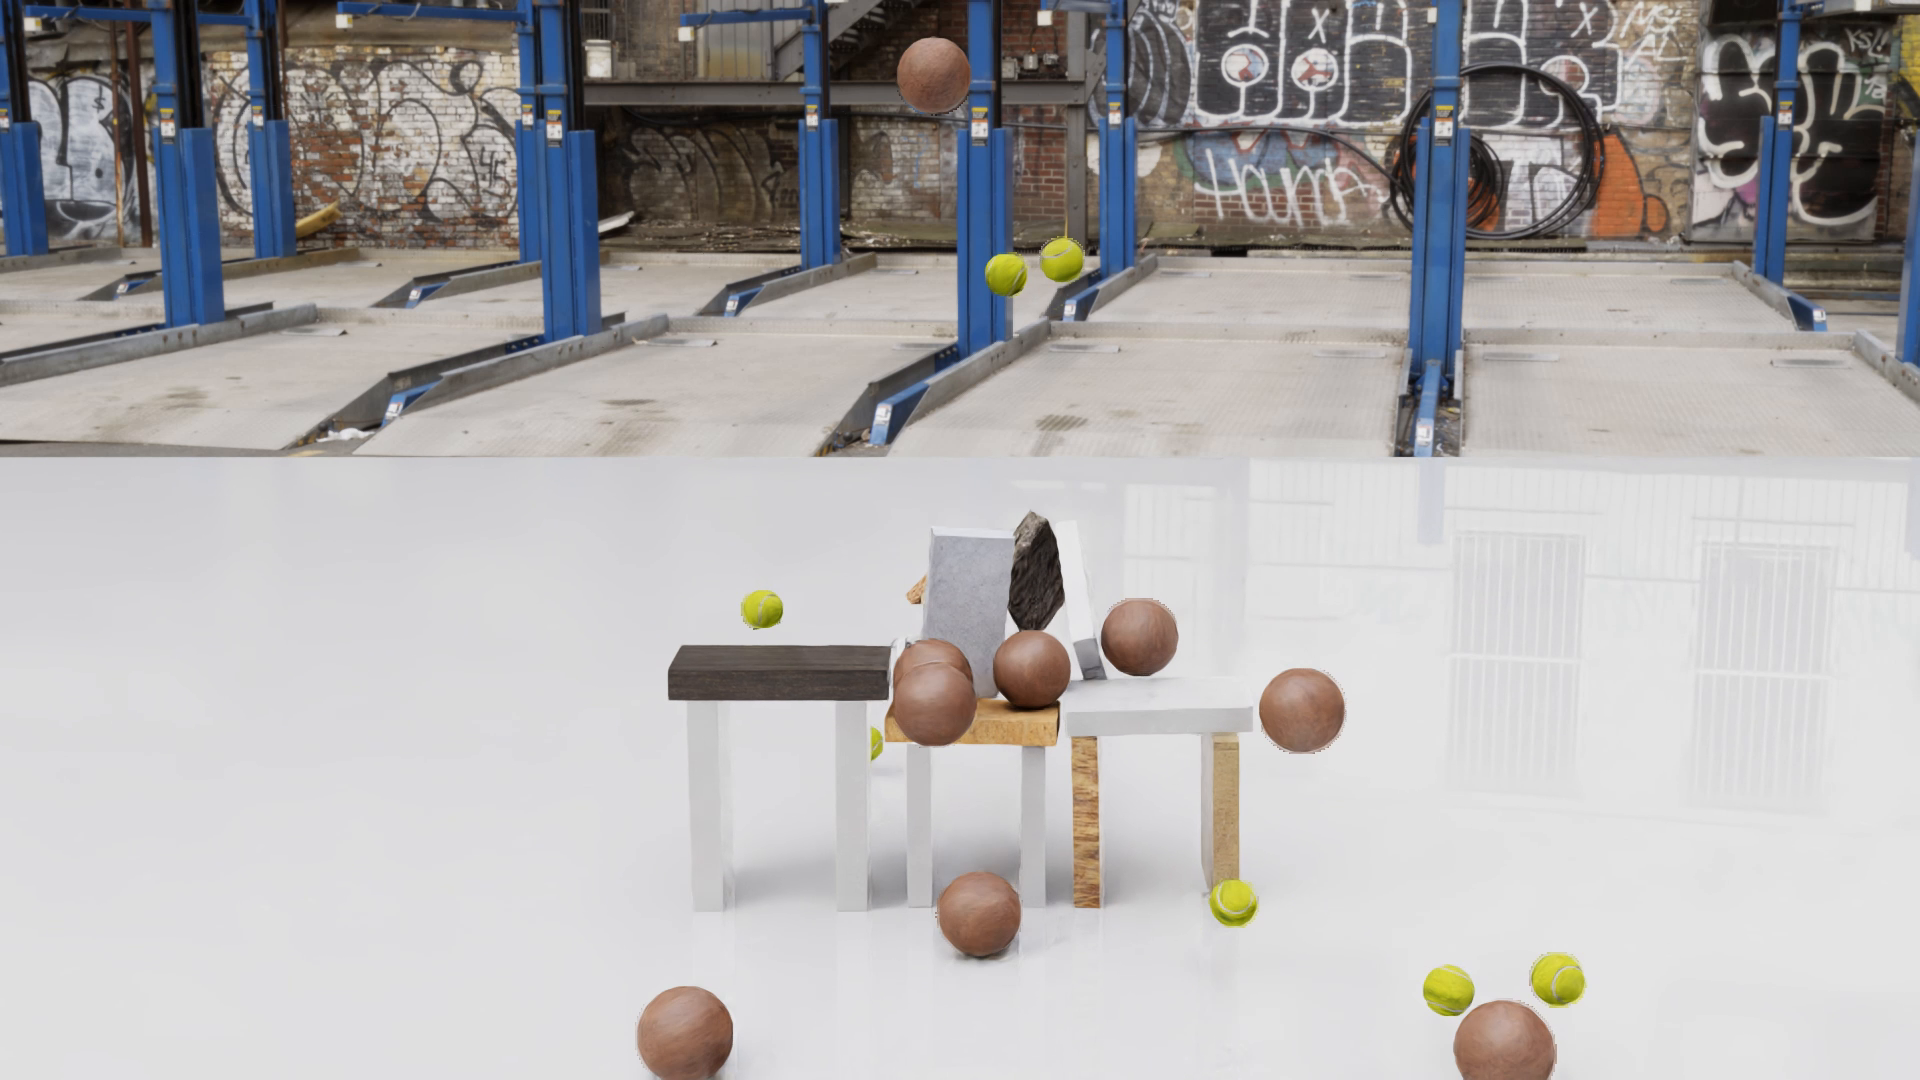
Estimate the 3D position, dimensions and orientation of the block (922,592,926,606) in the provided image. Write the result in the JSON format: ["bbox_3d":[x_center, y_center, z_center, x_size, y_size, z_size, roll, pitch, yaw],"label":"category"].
[{"bbox_3d":[-0.007,0.135,3.758,0.078,0.022,0.156,-7,-34,13],"label":"block"}]

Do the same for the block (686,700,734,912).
[{"bbox_3d":[-0.412,0.416,3.639,0.050,0.353,0.176,0,11,0],"label":"block"}]

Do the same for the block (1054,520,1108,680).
[{"bbox_3d":[0.206,0.108,3.732,0.038,0.133,0.266,-13,47,7],"label":"block"}]

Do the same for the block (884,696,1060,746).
[{"bbox_3d":[0.023,0.297,3.612,0.278,0.039,0.139,1,10,5],"label":"block"}]

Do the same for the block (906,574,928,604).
[{"bbox_3d":[-0.019,0.083,3.919,0.156,0.022,0.078,2,-40,-51],"label":"block"}]

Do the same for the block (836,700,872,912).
[{"bbox_3d":[-0.175,0.416,3.639,0.050,0.353,0.176,0,11,0],"label":"block"}]

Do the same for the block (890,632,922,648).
[{"bbox_3d":[-0.067,0.171,3.720,0.092,0.013,0.046,-15,-24,37],"label":"block"}]

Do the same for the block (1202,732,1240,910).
[{"bbox_3d":[0.428,0.437,3.616,0.042,0.299,0.149,-3,19,-1],"label":"block"}]

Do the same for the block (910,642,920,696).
[{"bbox_3d":[-0.061,0.216,3.695,0.046,0.092,0.013,-1,12,-8],"label":"block"}]

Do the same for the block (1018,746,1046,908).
[{"bbox_3d":[0.120,0.453,3.646,0.039,0.278,0.139,0,10,0],"label":"block"}]

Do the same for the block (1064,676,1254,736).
[{"bbox_3d":[0.322,0.270,3.582,0.299,0.042,0.149,-2,16,3],"label":"block"}]

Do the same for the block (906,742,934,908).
[{"bbox_3d":[-0.066,0.453,3.646,0.039,0.278,0.139,0,10,0],"label":"block"}]

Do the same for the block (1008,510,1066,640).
[{"bbox_3d":[0.130,0.066,3.889,0.038,0.133,0.266,30,-15,26],"label":"block"}]

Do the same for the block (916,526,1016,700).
[{"bbox_3d":[0.008,0.122,3.633,0.133,0.289,0.038,2,21,-9],"label":"block"}]

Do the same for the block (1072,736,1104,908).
[{"bbox_3d":[0.213,0.440,3.639,0.042,0.299,0.149,0,13,7],"label":"block"}]

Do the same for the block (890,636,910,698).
[{"bbox_3d":[-0.097,0.213,3.682,0.013,0.092,0.046,0,-31,17],"label":"block"}]

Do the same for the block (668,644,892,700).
[{"bbox_3d":[-0.291,0.217,3.607,0.353,0.050,0.176,0,11,0],"label":"block"}]
